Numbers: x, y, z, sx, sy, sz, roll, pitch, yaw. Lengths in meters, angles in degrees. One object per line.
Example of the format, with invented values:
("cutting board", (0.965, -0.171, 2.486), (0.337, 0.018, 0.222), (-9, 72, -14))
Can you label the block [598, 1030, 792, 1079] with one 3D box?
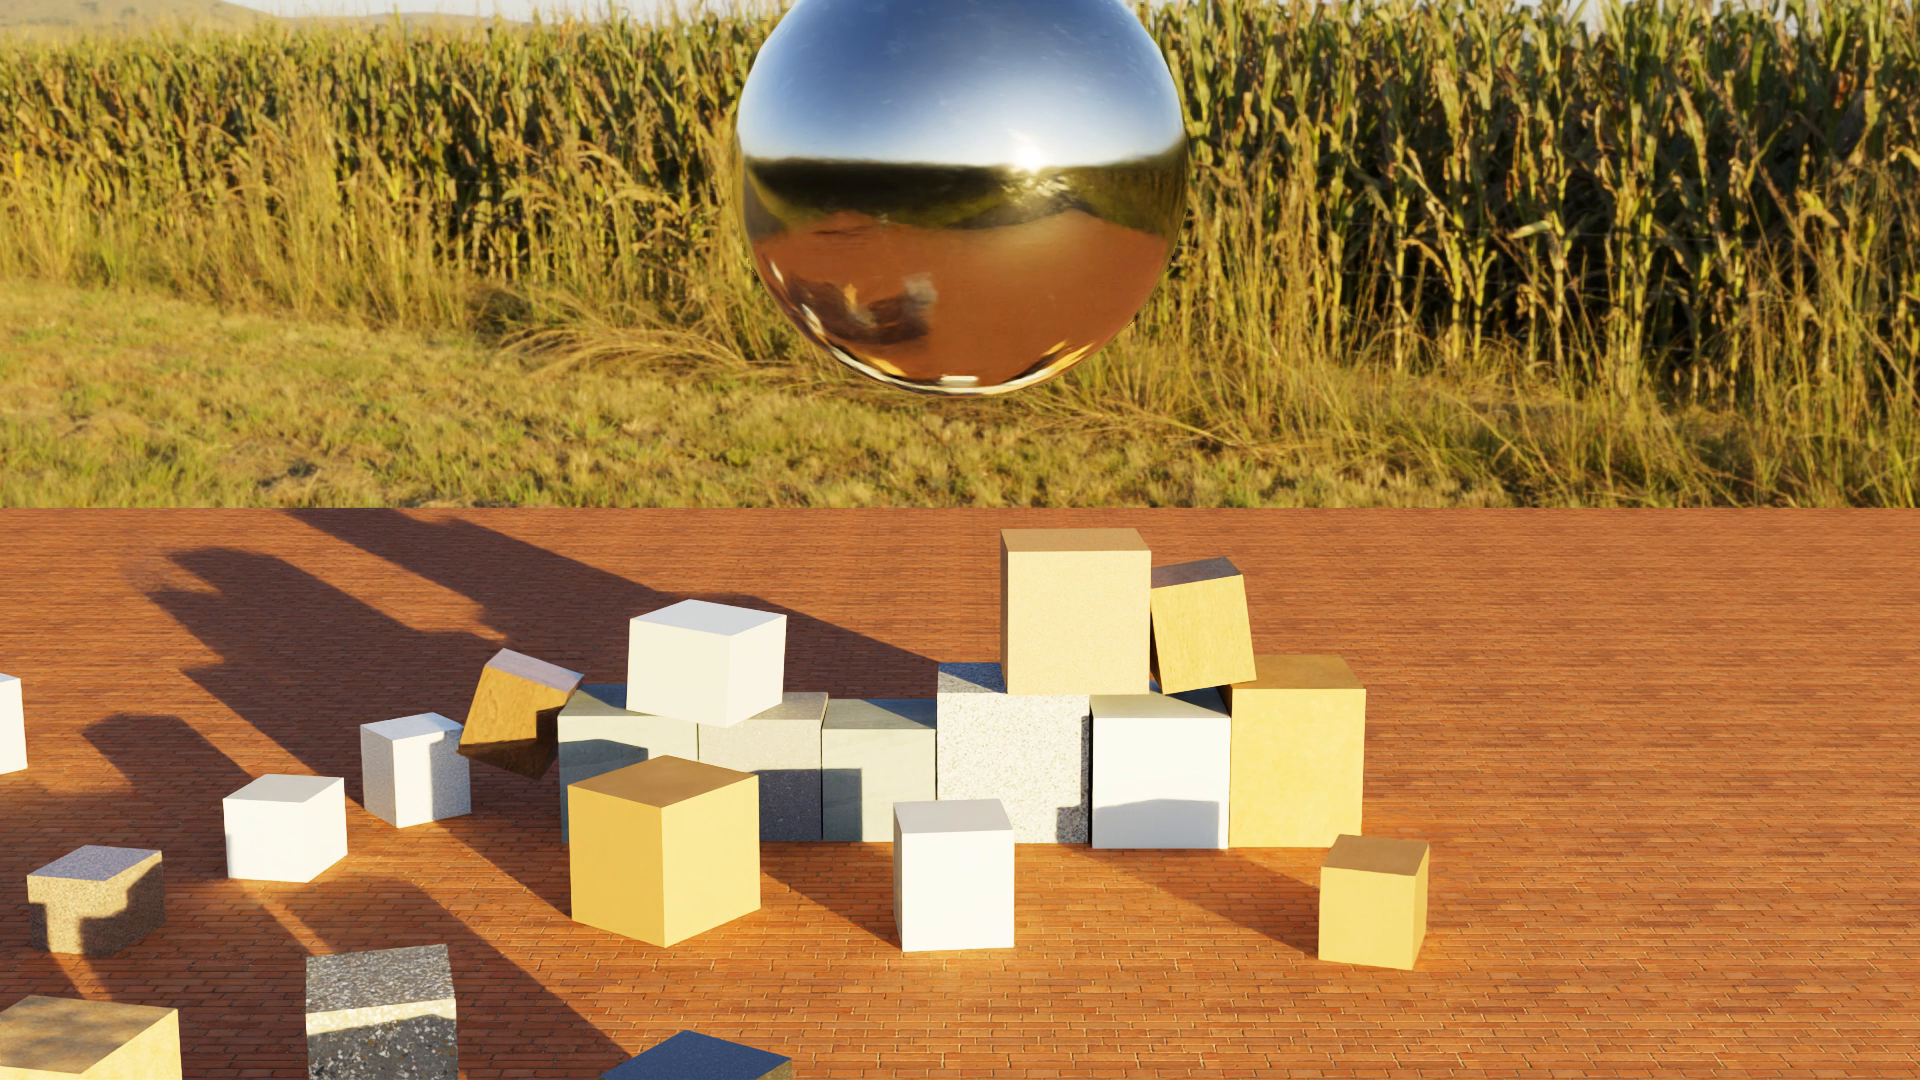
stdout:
("block", (-0.882, 1.984, 7.383), (0.457, 0.455, 0.459), (6, 12, 31))

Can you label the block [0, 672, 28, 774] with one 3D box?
("block", (-5.662, 1.042, 12.375), (0.543, 0.522, 0.531), (8, 13, 39))

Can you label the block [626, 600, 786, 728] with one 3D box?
("block", (-1.284, 0.619, 11.174), (0.568, 0.466, 0.592), (8, 12, 22))

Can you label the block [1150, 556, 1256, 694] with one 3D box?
("block", (1.201, 0.429, 11.239), (0.473, 0.542, 0.516), (-9, 10, -1))

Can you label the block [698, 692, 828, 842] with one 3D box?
("block", (-1.006, 1.165, 11.382), (0.612, 0.635, 0.564), (0, 10, 1))

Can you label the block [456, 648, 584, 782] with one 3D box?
("block", (-2.293, 0.906, 11.489), (0.447, 0.487, 0.472), (19, 8, -3))

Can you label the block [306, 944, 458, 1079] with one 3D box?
("block", (-2.063, 1.836, 7.861), (0.497, 0.575, 0.553), (-3, 11, -16))

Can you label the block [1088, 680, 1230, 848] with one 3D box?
("block", (1.006, 1.147, 11.375), (0.680, 0.672, 0.794), (0, 10, 0))

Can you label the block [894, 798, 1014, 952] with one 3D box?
("block", (-0.034, 1.494, 9.854), (0.490, 0.536, 0.475), (-1, 10, -6))

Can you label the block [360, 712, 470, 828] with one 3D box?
("block", (-2.874, 1.209, 11.612), (0.418, 0.467, 0.398), (-8, 13, -39))

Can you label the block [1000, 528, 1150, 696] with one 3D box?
("block", (0.576, 0.355, 11.213), (0.703, 0.725, 0.663), (0, 10, -2))

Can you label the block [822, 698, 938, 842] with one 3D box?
("block", (-0.404, 1.186, 11.406), (0.579, 0.586, 0.616), (0, 10, 0))

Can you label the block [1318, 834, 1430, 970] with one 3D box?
("block", (1.824, 1.585, 9.673), (0.401, 0.421, 0.488), (3, 11, 18))

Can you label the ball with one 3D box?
("ball", (0.000, -1.296, 7.679), (1.600, 1.600, 1.600), (0, 10, 0))

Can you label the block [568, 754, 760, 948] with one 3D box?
("block", (-1.347, 1.405, 10.050), (0.585, 0.639, 0.629), (8, 13, 36))

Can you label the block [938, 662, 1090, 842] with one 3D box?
("block", (0.267, 1.090, 11.386), (0.759, 0.781, 0.655), (0, 10, 0))

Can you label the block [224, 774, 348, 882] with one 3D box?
("block", (-3.292, 1.403, 10.748), (0.410, 0.394, 0.431), (2, 10, 10))

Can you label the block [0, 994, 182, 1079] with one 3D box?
("block", (-3.098, 1.930, 7.564), (0.584, 0.497, 0.568), (2, 11, 12))

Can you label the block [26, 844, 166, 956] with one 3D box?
("block", (-3.841, 1.602, 9.797), (0.380, 0.343, 0.432), (2, 11, 12))

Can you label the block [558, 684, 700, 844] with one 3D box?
("block", (-1.669, 1.149, 11.396), (0.692, 0.662, 0.664), (0, 10, 0))

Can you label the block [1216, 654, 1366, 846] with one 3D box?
("block", (1.685, 1.076, 11.365), (0.660, 0.817, 0.751), (0, 10, 0))
